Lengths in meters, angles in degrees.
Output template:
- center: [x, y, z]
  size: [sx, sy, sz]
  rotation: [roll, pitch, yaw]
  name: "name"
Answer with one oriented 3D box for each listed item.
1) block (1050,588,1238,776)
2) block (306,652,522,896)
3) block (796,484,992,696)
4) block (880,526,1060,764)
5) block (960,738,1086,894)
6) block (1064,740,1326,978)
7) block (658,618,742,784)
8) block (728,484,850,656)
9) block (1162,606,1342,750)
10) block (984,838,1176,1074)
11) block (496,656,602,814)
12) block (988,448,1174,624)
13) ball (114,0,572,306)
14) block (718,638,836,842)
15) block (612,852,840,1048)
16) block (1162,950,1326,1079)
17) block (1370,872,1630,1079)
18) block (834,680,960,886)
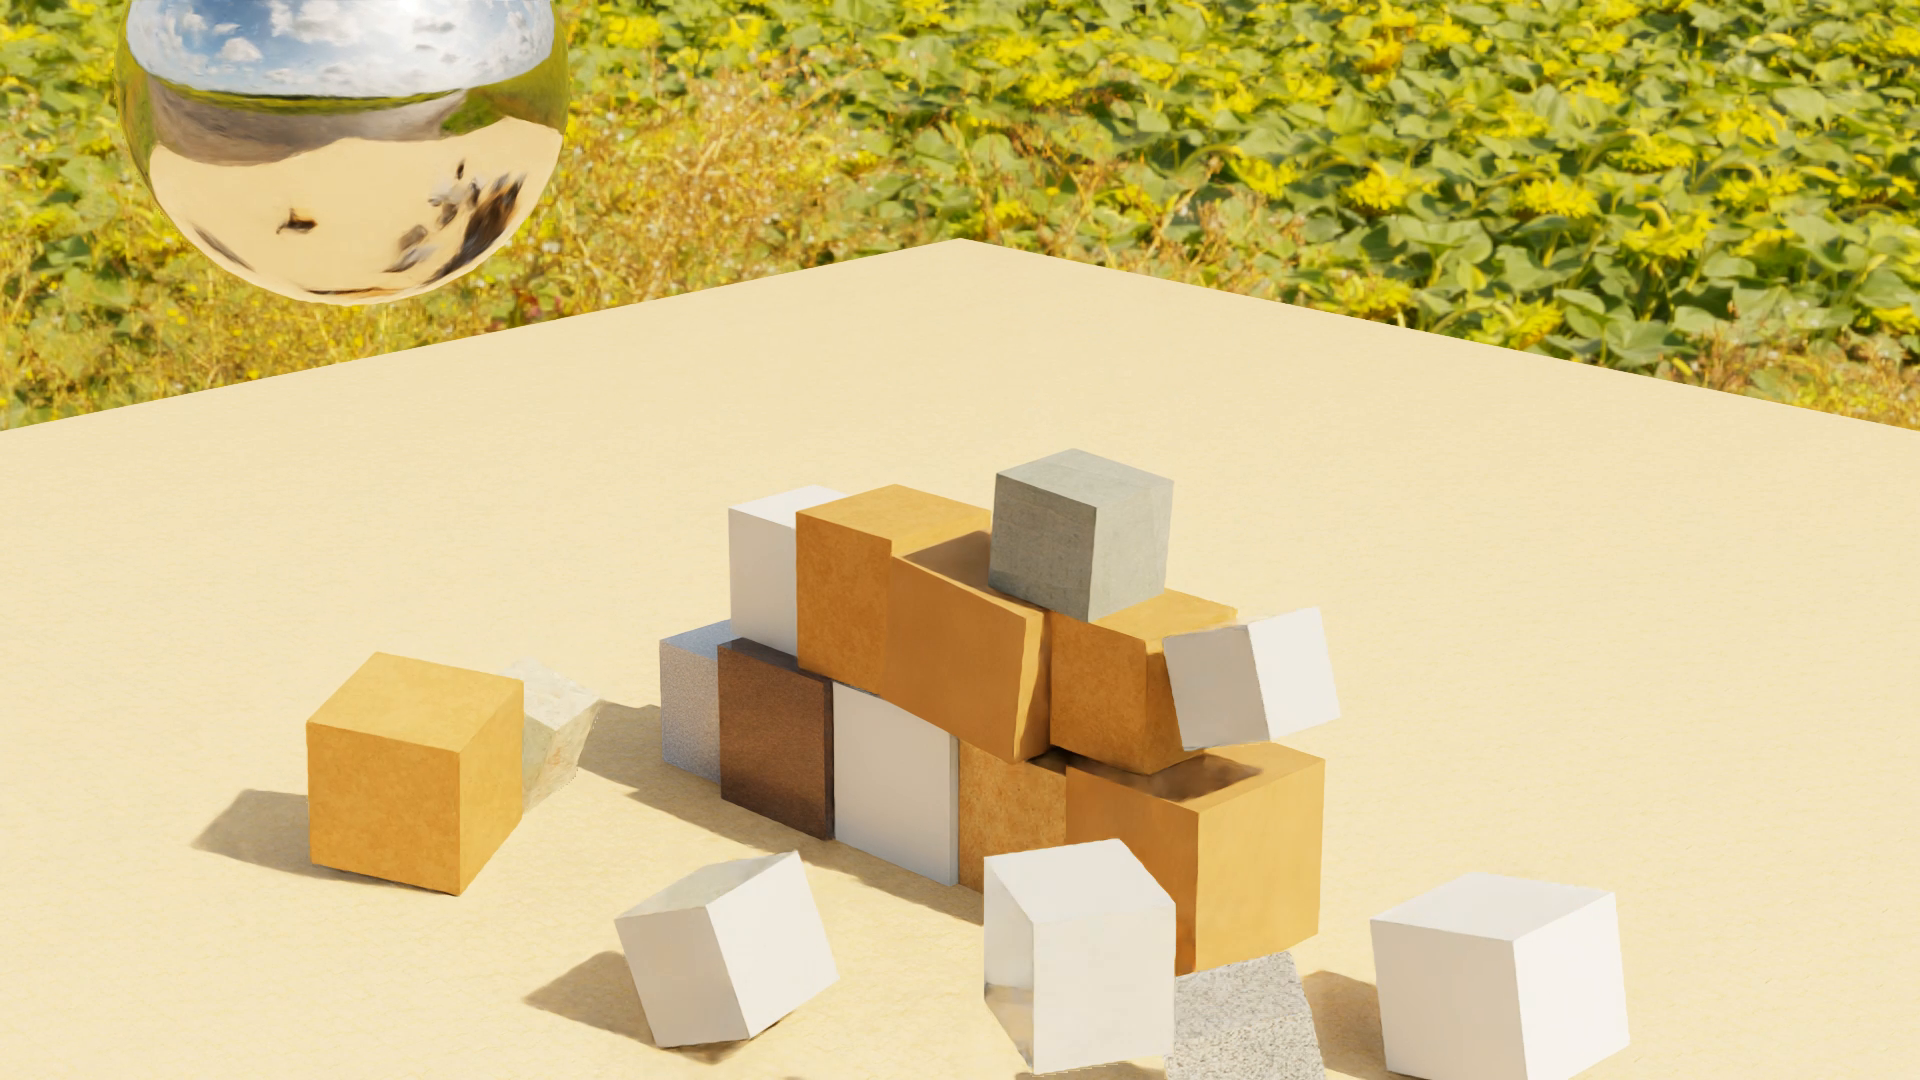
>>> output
- center: [0.794, 0.592, 12.707]
  size: [0.543, 0.611, 0.587]
  rotation: [17, 24, 42]
  name: "block"
- center: [-2.486, 1.060, 13.438]
  size: [0.737, 0.745, 0.706]
  rotation: [10, 27, 12]
  name: "block"
- center: [-0.309, 0.229, 13.688]
  size: [0.632, 0.763, 0.649]
  rotation: [16, 24, 41]
  name: "block"
- center: [0.256, 0.436, 13.172]
  size: [0.835, 0.698, 0.836]
  rotation: [-17, 30, -43]
  name: "block"
- center: [0.489, 1.233, 13.227]
  size: [0.664, 0.716, 0.732]
  rotation: [-17, 24, -42]
  name: "block"
- center: [1.012, 1.344, 12.700]
  size: [0.747, 0.820, 0.836]
  rotation: [17, 24, 42]
  name: "block"
- center: [-1.084, 0.804, 14.710]
  size: [0.601, 0.646, 0.577]
  rotation: [-17, 24, -42]
  name: "block"
- center: [-0.717, 0.149, 14.153]
  size: [0.555, 0.638, 0.567]
  rotation: [-16, 24, -42]
  name: "block"
- center: [1.209, 0.571, 12.149]
  size: [0.438, 0.477, 0.534]
  rotation: [-11, 0, 40]
  name: "block"
- center: [0.408, 1.435, 10.167]
  size: [0.505, 0.564, 0.557]
  rotation: [-6, 19, -16]
  name: "block"
- center: [-2.117, 0.945, 14.287]
  size: [0.443, 0.498, 0.484]
  rotation: [28, 24, 11]
  name: "block"
- center: [0.523, -0.027, 12.712]
  size: [0.559, 0.524, 0.533]
  rotation: [20, 26, 37]
  name: "block"
- center: [-2.201, -1.642, 10.519]
  size: [1.600, 1.600, 1.600]
  rotation: [0, 17, 0]
  name: "ball"
- center: [-0.609, 0.876, 14.230]
  size: [0.823, 0.795, 0.754]
  rotation: [-17, 24, -42]
  name: "block"
- center: [-0.941, 1.656, 11.875]
  size: [0.517, 0.558, 0.600]
  rotation: [-13, 8, 37]
  name: "block"
- center: [1.053, 1.960, 10.972]
  size: [0.563, 0.567, 0.509]
  rotation: [-14, 18, 2]
  name: "block"
- center: [2.127, 1.740, 11.553]
  size: [0.660, 0.630, 0.695]
  rotation: [-16, 12, -41]
  name: "block"
- center: [-0.049, 1.037, 13.724]
  size: [0.763, 0.792, 0.766]
  rotation: [-17, 24, -42]
  name: "block"
